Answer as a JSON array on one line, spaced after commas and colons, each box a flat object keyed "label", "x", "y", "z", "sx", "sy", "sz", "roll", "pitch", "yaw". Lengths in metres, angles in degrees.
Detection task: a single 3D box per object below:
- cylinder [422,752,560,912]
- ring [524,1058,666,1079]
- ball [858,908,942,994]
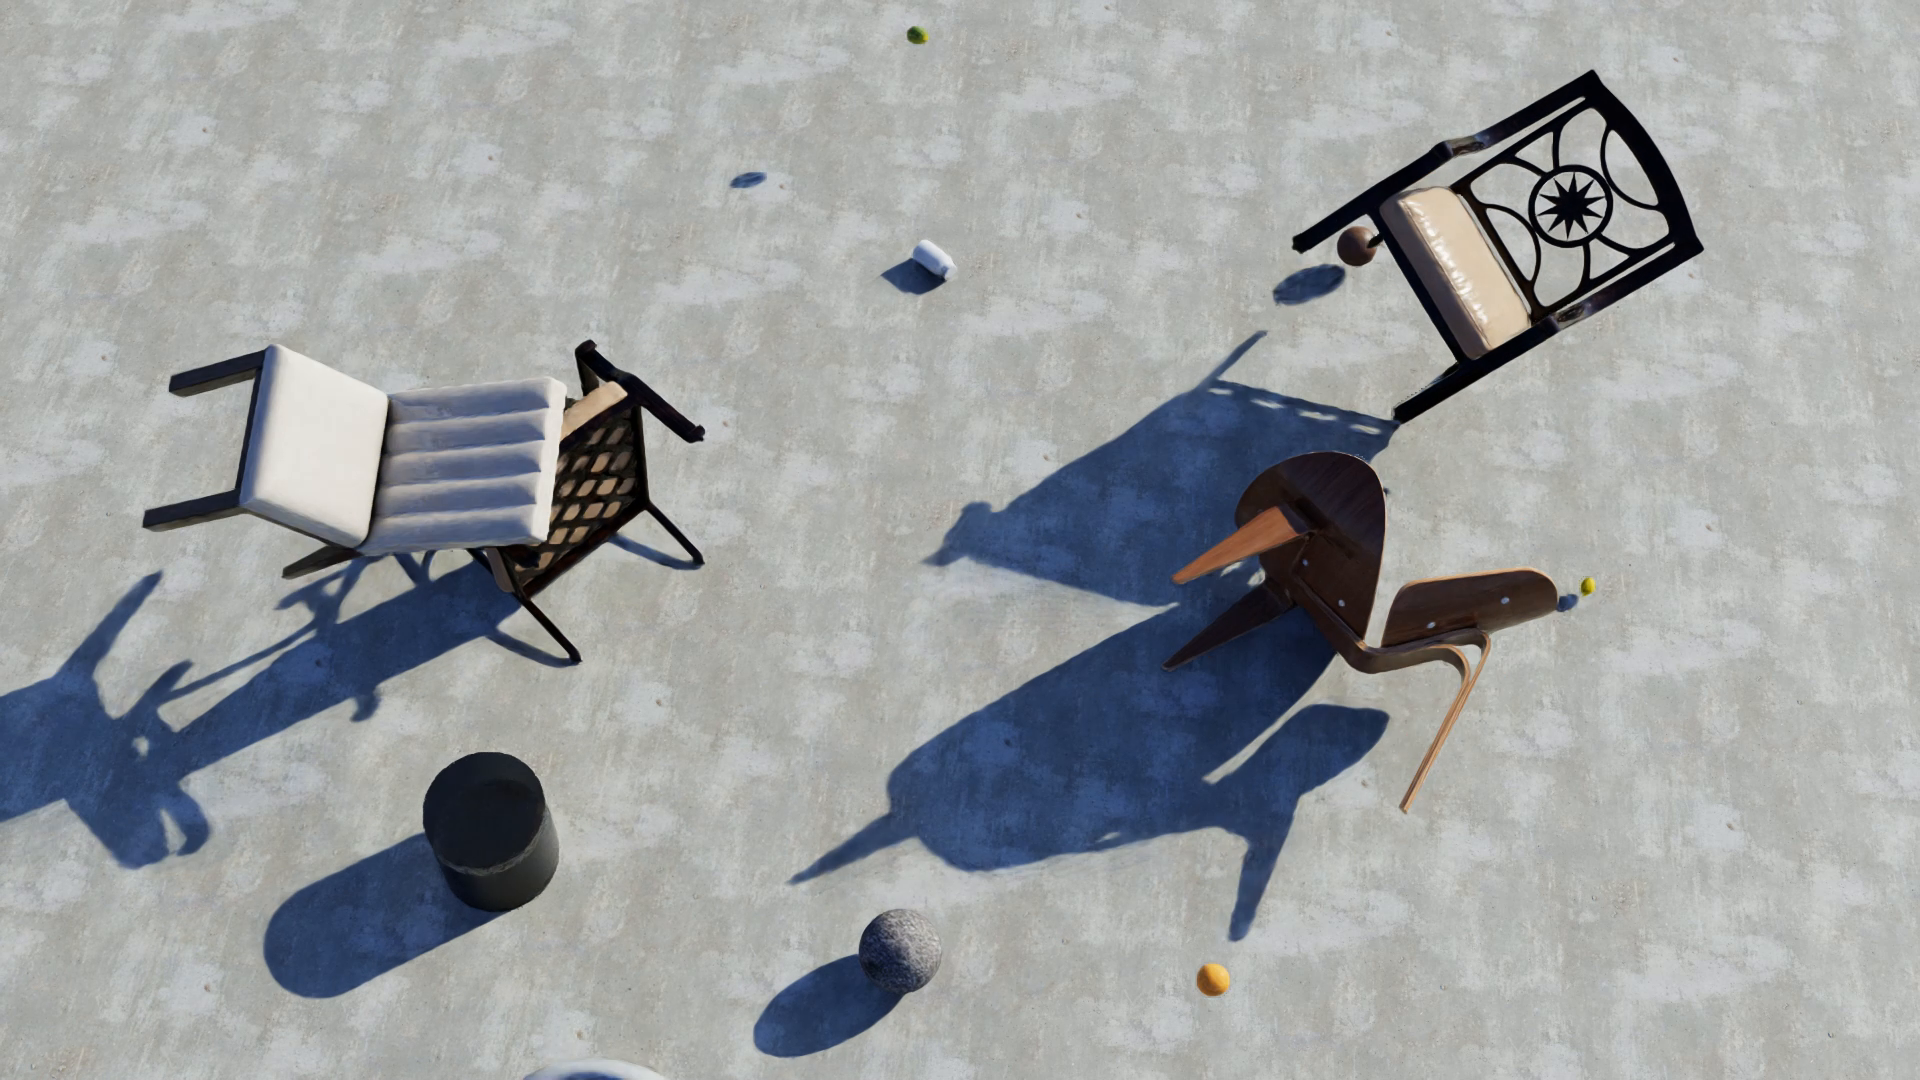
[{"label": "cylinder", "x": -1.252, "y": 0.781, "z": 5.886, "sx": 0.320, "sy": 0.271, "sz": 0.343, "roll": -11, "pitch": 57, "yaw": -8}, {"label": "ring", "x": -0.918, "y": 1.411, "z": 5.515, "sx": 0.432, "sy": 0.147, "sz": 0.215, "roll": 0, "pitch": 73, "yaw": 4}, {"label": "ball", "x": -0.155, "y": 1.070, "z": 5.725, "sx": 0.218, "sy": 0.218, "sz": 0.218, "roll": 0, "pitch": 56, "yaw": 0}]
